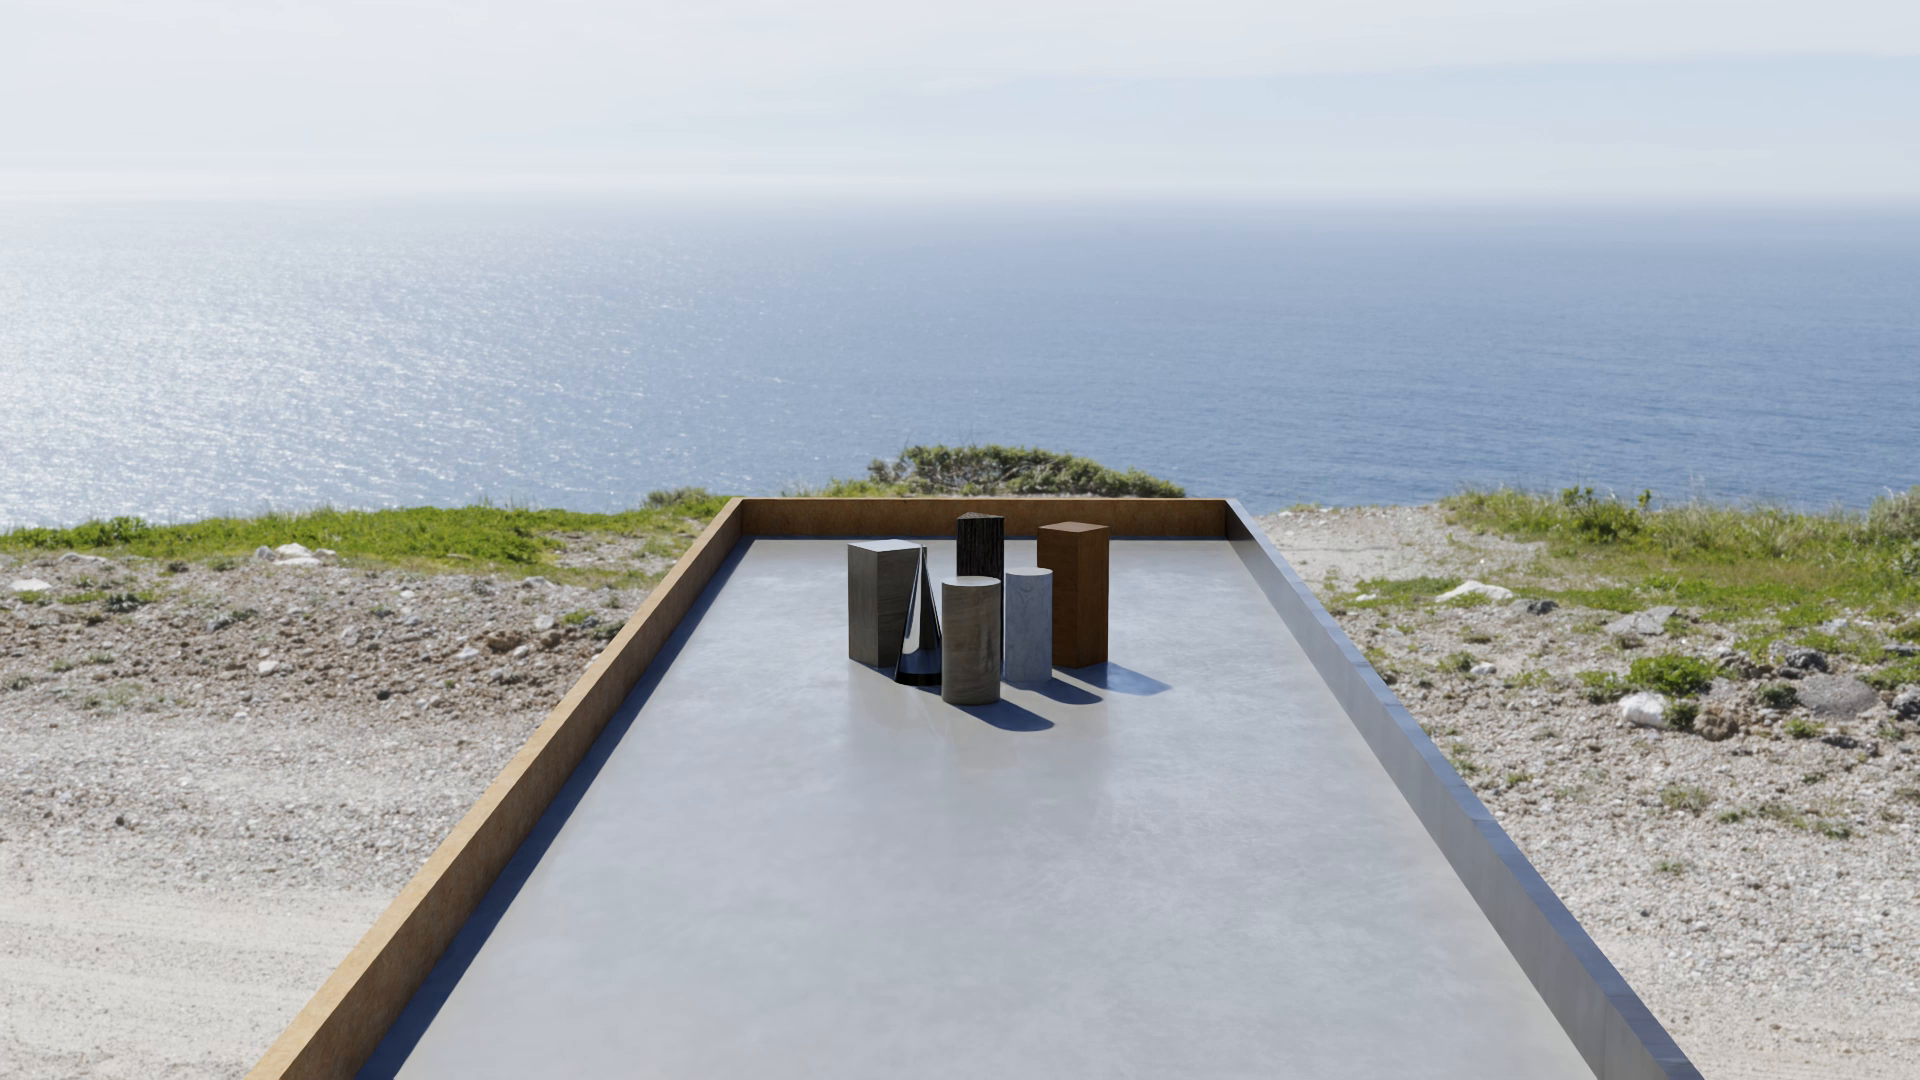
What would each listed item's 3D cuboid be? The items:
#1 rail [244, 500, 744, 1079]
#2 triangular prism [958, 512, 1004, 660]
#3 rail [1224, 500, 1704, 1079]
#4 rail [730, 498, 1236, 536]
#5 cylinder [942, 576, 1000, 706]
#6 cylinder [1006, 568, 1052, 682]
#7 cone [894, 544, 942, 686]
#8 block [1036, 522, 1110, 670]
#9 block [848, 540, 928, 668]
[{"bbox_3d":[-1.004,0.839,3.234,0.050,0.150,12.000,0,9,1],"label":"rail"},{"bbox_3d":[0.046,0.141,6.718,0.147,0.439,0.128,-2,9,-15],"label":"triangular prism"},{"bbox_3d":[1.046,0.843,3.208,0.050,0.150,12.000,0,9,1],"label":"rail"},{"bbox_3d":[0.099,-0.098,9.147,2.100,0.150,0.050,0,9,1],"label":"rail"},{"bbox_3d":[0.031,0.281,6.161,0.165,0.337,0.165,0,9,0],"label":"cylinder"},{"bbox_3d":[0.201,0.247,6.437,0.138,0.316,0.138,0,9,0],"label":"cylinder"},{"bbox_3d":[-0.111,0.206,6.399,0.170,0.411,0.170,0,9,0],"label":"cone"},{"bbox_3d":[0.341,0.165,6.647,0.155,0.414,0.155,8,12,40],"label":"block"},{"bbox_3d":[-0.220,0.191,6.675,0.175,0.354,0.175,-6,11,-33],"label":"block"}]
